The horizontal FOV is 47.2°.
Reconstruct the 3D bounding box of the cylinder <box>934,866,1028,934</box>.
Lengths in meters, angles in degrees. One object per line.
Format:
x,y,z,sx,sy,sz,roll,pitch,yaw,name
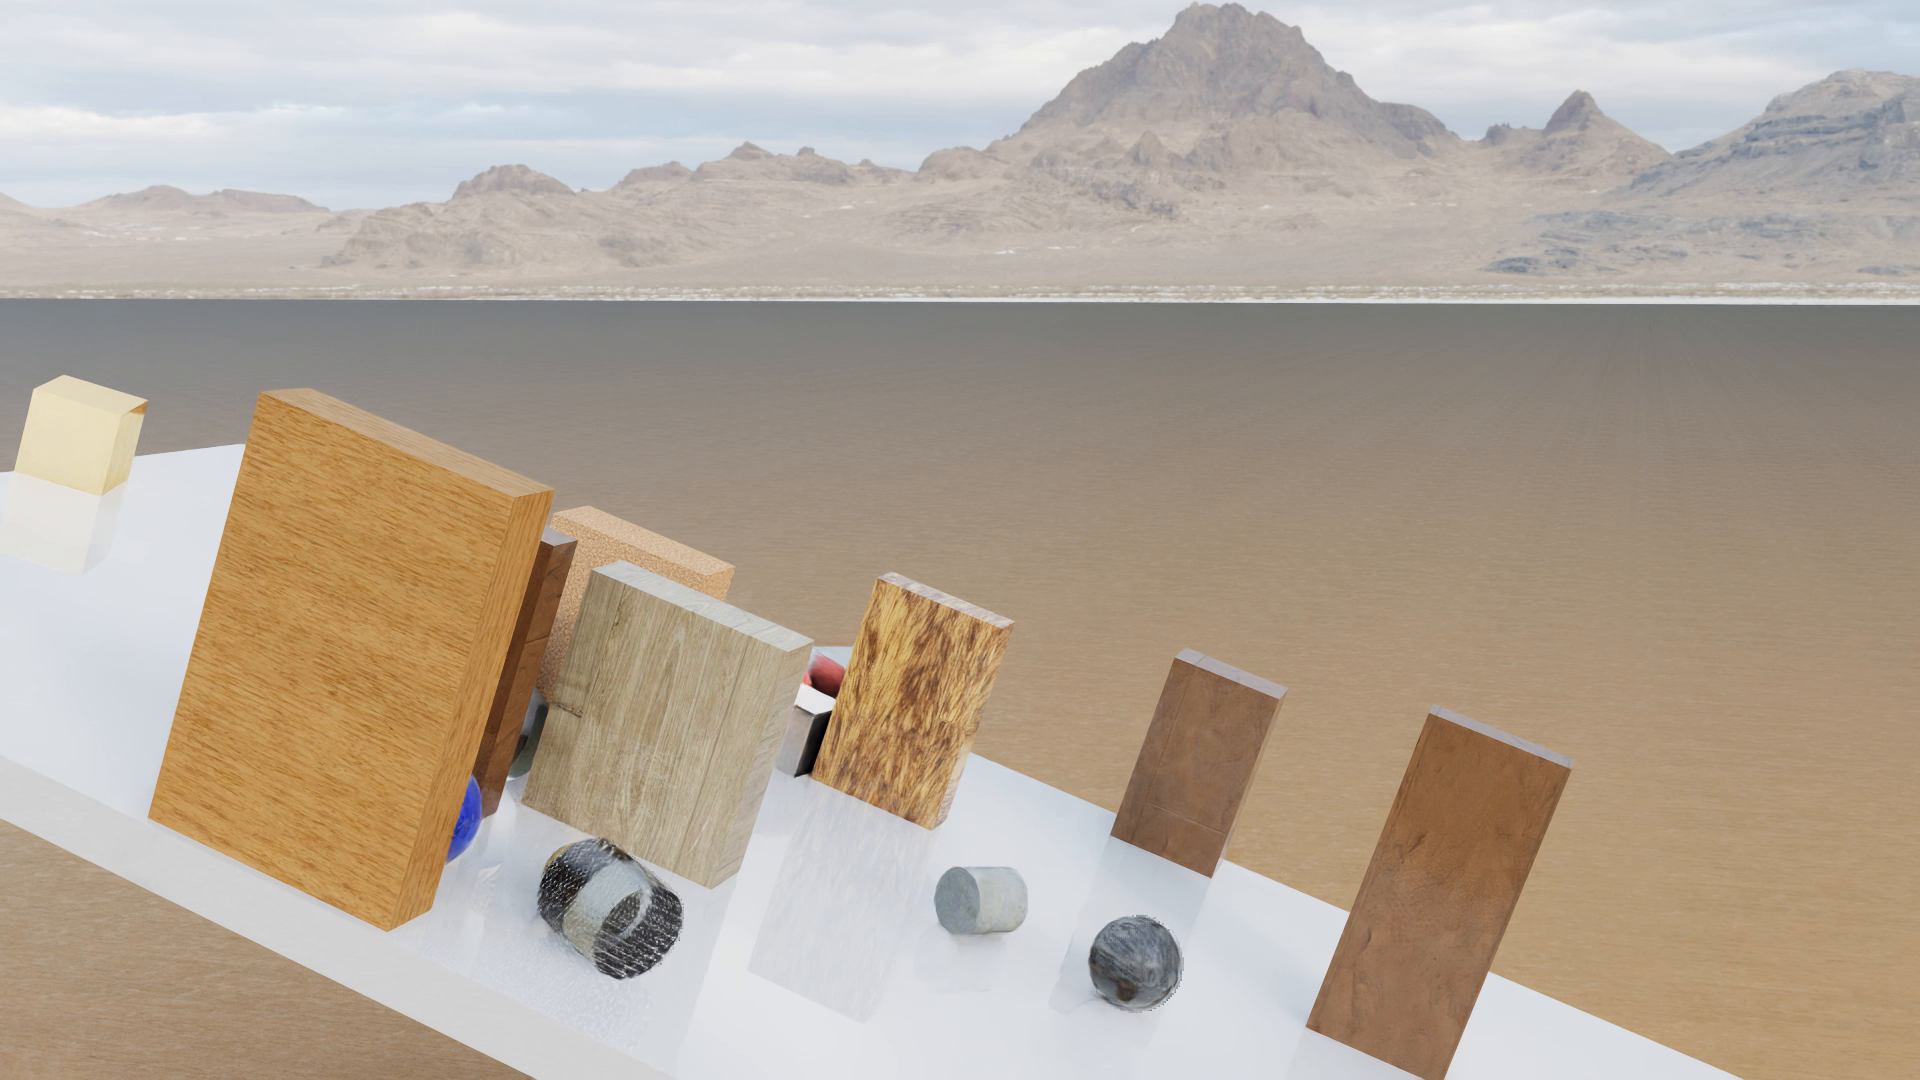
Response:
0.040,0.670,4.091,0.124,0.124,0.124,7,1,-43,cylinder

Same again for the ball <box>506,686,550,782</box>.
-0.850,0.341,4.011,0.207,0.207,0.207,0,7,0,ball

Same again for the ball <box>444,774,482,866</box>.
-0.877,0.436,3.566,0.201,0.201,0.201,0,7,0,ball

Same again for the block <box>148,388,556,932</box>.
-0.942,0.180,3.382,0.447,0.711,0.127,22,12,14,block

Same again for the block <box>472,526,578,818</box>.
-0.866,0.203,3.843,0.245,0.523,0.090,22,12,14,block

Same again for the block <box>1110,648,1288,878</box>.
0.530,0.493,4.881,0.244,0.432,0.133,22,12,14,block

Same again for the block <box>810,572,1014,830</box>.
-0.100,0.334,4.579,0.284,0.456,0.098,22,12,14,block

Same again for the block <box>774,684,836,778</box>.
-0.353,0.397,4.659,0.146,0.146,0.146,24,13,23,block

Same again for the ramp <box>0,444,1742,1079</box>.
-0.342,0.633,4.216,4.000,0.100,2.000,22,12,14,ramp

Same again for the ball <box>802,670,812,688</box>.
-0.411,0.328,4.826,0.169,0.169,0.169,0,7,0,ball

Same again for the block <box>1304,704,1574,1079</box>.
0.895,0.666,4.125,0.271,0.657,0.092,22,12,14,block

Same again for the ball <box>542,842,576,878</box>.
-0.627,0.556,3.612,0.117,0.117,0.117,0,7,0,ball

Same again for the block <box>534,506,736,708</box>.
-0.688,0.195,4.391,0.340,0.422,0.149,22,12,14,block

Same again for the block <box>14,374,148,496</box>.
-1.966,-0.235,4.925,0.192,0.192,0.192,17,12,-7,block

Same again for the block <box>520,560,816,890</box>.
-0.527,0.328,3.951,0.394,0.460,0.129,22,12,14,block

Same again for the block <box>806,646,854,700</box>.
-0.247,0.354,4.942,0.175,0.175,0.175,28,15,38,block

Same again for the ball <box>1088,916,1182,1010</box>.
0.317,0.765,3.982,0.168,0.168,0.168,0,7,0,ball
